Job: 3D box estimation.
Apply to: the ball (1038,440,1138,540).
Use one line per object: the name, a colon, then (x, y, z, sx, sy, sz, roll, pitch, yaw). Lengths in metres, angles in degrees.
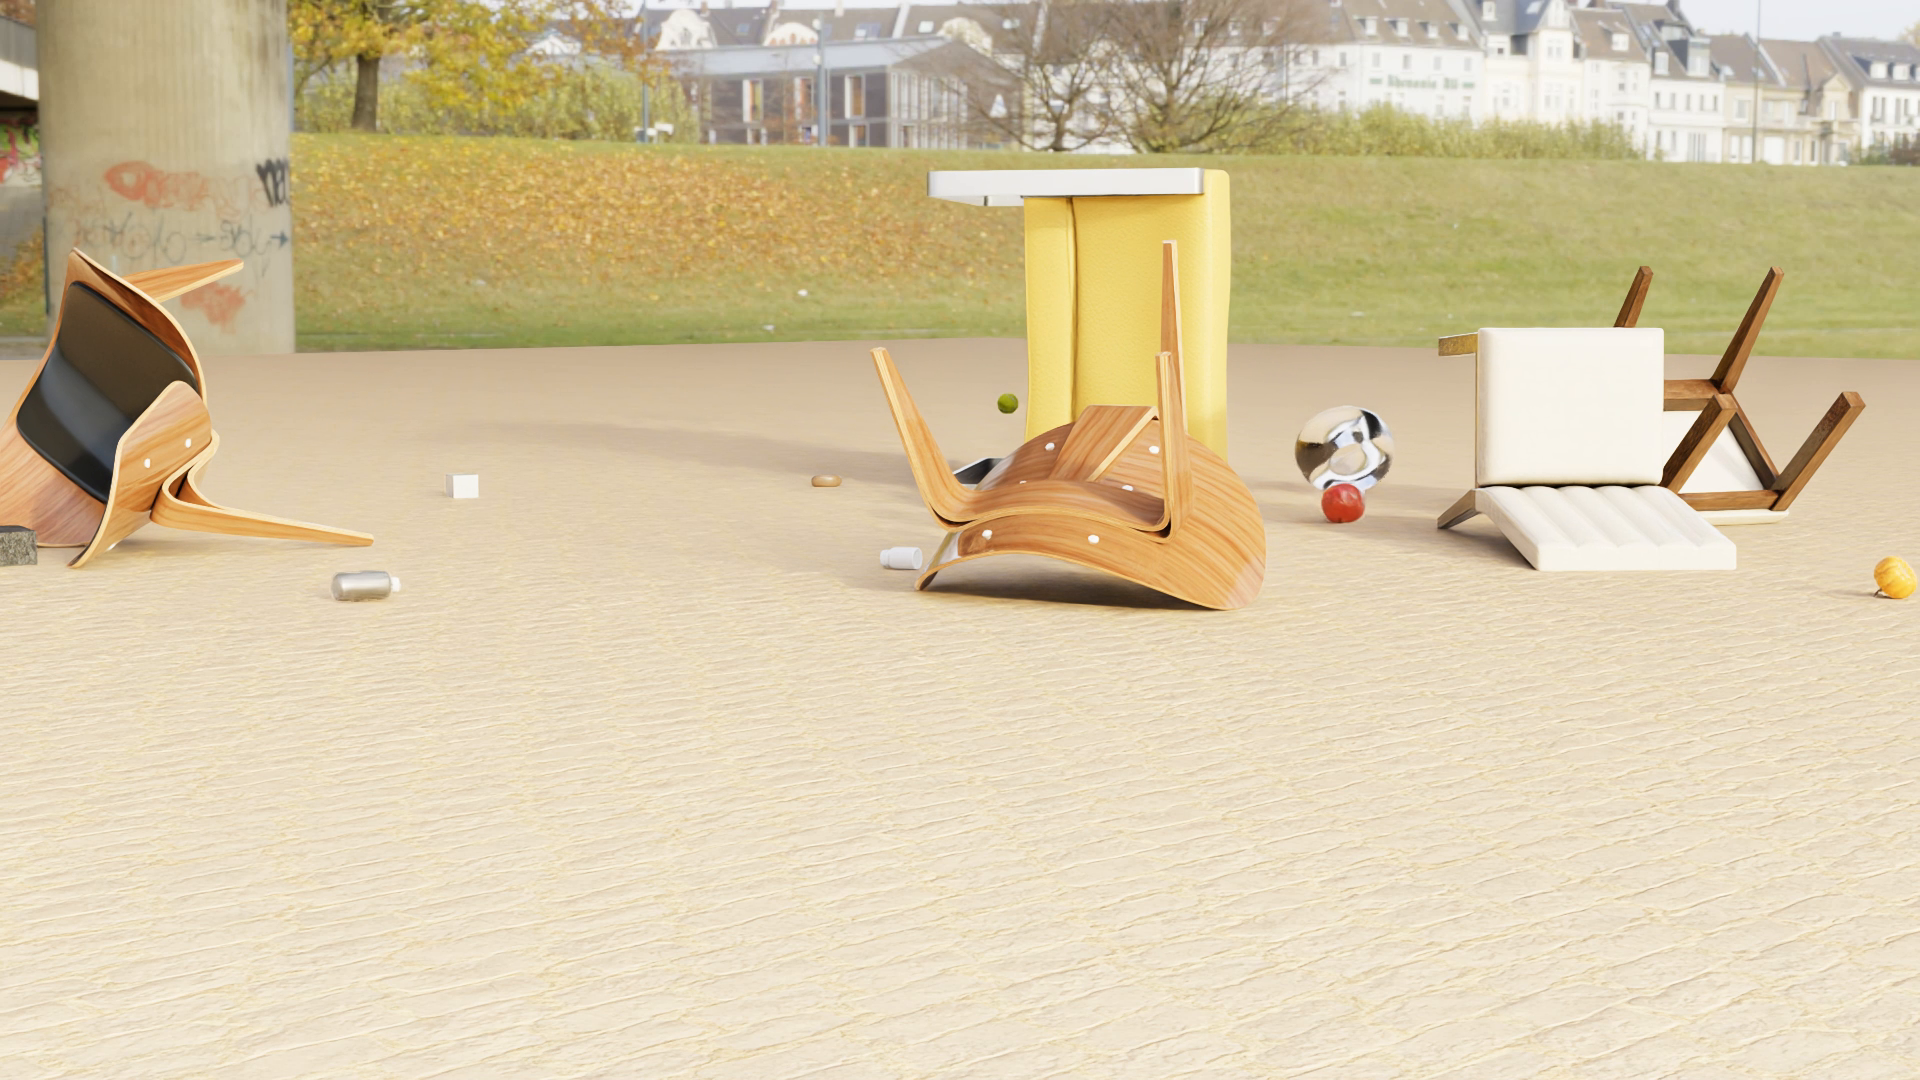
ball: (0.319, -0.124, 6.404, 0.248, 0.248, 0.248, 0, 6, 0)

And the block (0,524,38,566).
block: (-2.217, 0.014, 5.896, 0.144, 0.077, 0.178, -4, 7, -33)

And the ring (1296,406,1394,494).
ring: (1.163, -0.271, 7.750, 0.314, 0.280, 0.145, 7, 34, -22)

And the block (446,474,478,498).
block: (-1.489, -0.163, 7.671, 0.075, 0.066, 0.084, -3, 7, -27)

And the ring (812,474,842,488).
ring: (-0.418, -0.185, 8.035, 0.101, 0.036, 0.053, -3, 8, -19)
